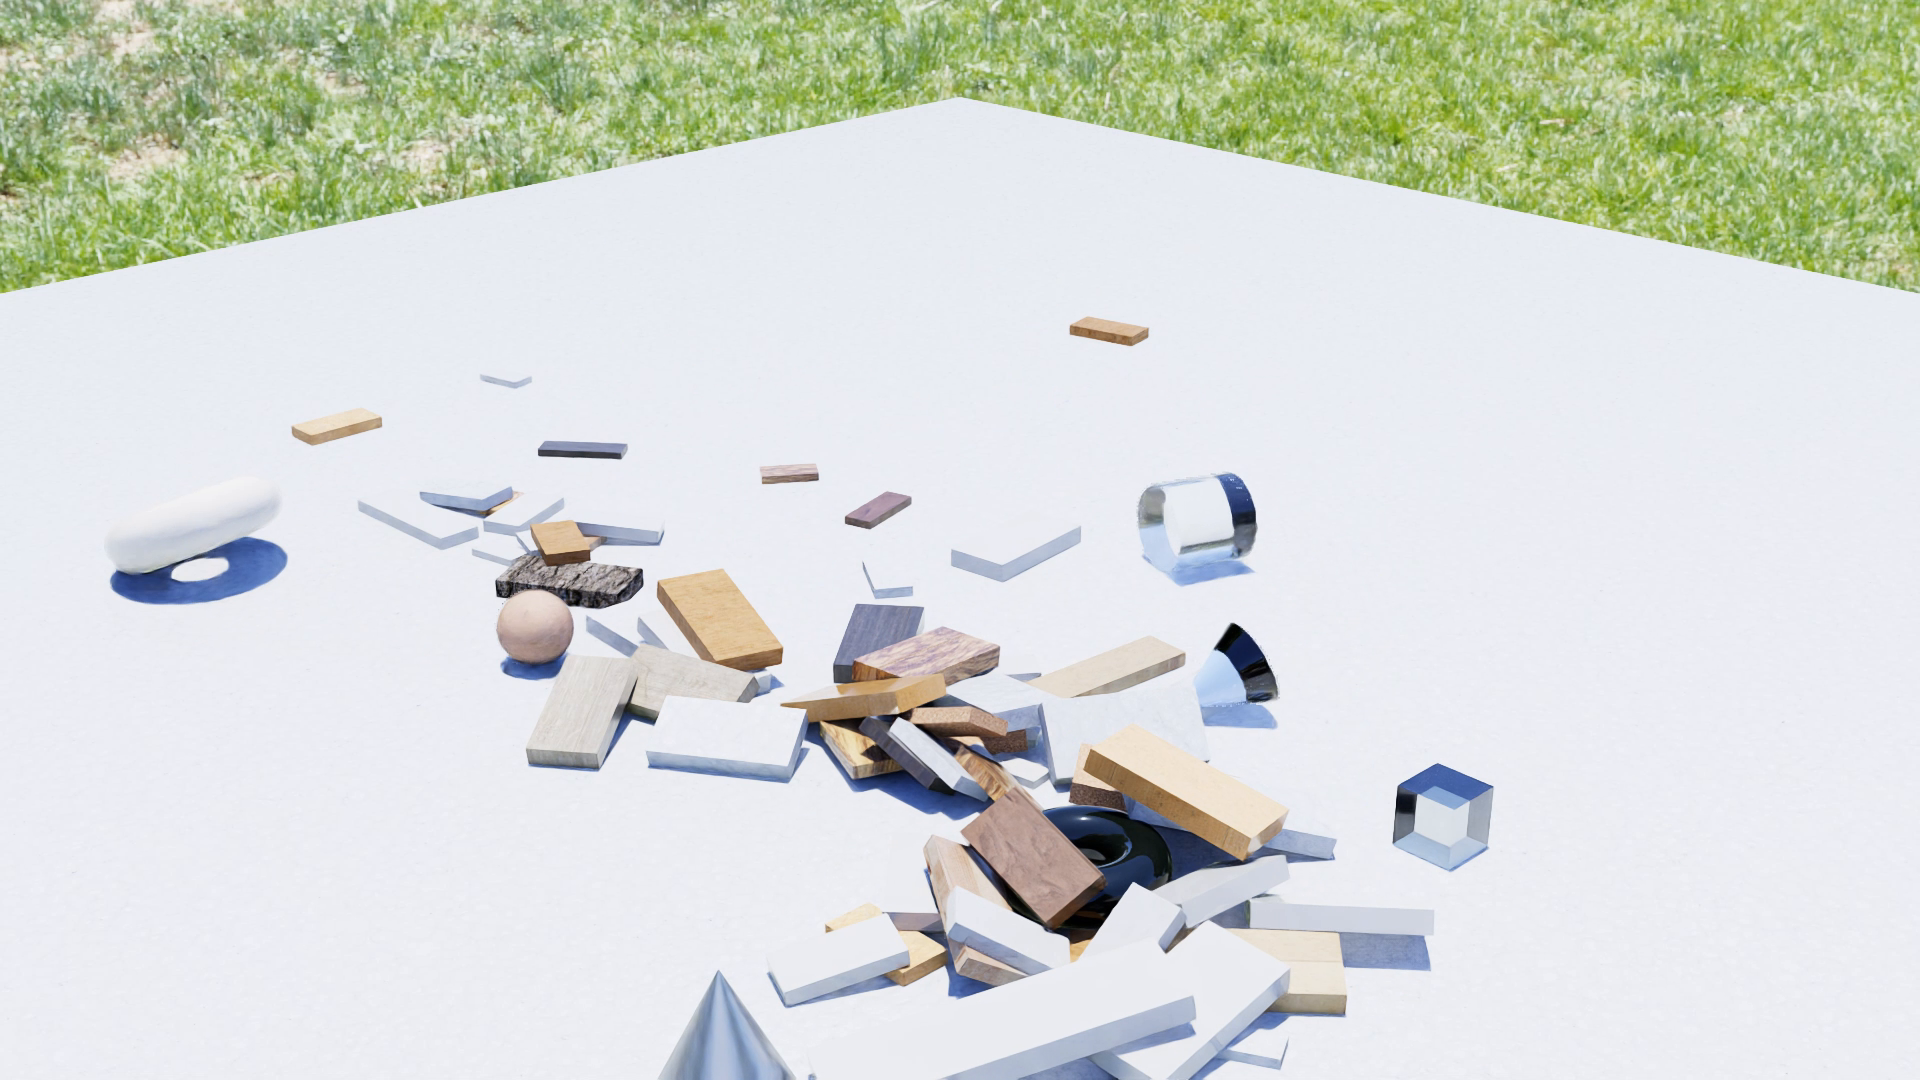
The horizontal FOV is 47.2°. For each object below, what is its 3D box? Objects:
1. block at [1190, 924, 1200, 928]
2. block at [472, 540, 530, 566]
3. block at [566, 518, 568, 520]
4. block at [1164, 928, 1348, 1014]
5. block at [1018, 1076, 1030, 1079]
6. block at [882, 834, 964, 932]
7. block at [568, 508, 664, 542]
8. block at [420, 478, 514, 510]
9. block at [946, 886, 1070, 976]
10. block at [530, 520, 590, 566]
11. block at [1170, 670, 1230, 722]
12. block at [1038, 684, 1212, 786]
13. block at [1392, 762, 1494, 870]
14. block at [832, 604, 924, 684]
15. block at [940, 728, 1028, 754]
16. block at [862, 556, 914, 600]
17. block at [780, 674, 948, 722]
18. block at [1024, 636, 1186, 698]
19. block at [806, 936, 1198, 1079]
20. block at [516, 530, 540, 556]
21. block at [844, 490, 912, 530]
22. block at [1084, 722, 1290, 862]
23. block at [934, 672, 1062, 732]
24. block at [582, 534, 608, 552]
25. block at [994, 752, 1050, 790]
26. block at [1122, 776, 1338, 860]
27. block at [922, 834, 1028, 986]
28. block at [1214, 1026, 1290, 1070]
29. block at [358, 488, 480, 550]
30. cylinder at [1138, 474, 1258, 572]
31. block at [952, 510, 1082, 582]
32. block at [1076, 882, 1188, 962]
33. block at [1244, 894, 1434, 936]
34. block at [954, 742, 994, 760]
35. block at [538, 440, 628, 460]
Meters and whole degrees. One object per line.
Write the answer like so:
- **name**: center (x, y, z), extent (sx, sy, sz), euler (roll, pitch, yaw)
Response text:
- **block**: center (0.409, 0.726, 4.024), extent (0.148, 0.021, 0.074), euler (19, 30, 38)
- **block**: center (-1.180, 0.034, 5.654), extent (0.140, 0.020, 0.070), euler (15, 27, 31)
- **block**: center (-1.025, -0.032, 5.809), extent (0.076, 0.021, 0.151), euler (14, 27, 30)
- **block**: center (0.510, 0.759, 3.883), extent (0.325, 0.046, 0.162), euler (1, 32, 2)
- **block**: center (0.056, 0.869, 3.674), extent (0.108, 0.030, 0.215), euler (-2, 23, -4)
- **block**: center (-0.068, 0.641, 4.123), extent (0.136, 0.039, 0.273), euler (1, 23, 2)
- **block**: center (-0.901, -0.039, 5.765), extent (0.237, 0.031, 0.111), euler (7, 18, -1)
- **block**: center (-1.343, -0.125, 5.982), extent (0.233, 0.033, 0.117), euler (7, 24, 31)
- **block**: center (0.086, 0.705, 3.899), extent (0.232, 0.033, 0.116), euler (27, 22, -11)
- **block**: center (-1.017, 0.006, 5.593), extent (0.111, 0.031, 0.222), euler (-7, 23, -19)
- **block**: center (0.533, 0.348, 4.898), extent (0.119, 0.034, 0.238), euler (19, 30, 38)
- **block**: center (0.343, 0.406, 4.607), extent (0.336, 0.168, 0.048), euler (-6, -21, -13)
- **block**: center (0.948, 0.541, 4.316), extent (0.133, 0.133, 0.133), euler (-20, 30, -39)
- **block**: center (-0.186, 0.242, 5.130), extent (0.166, 0.047, 0.333), euler (3, 23, 6)
- **block**: center (0.046, 0.422, 4.695), extent (0.191, 0.027, 0.095), euler (-6, 30, 0)
- **block**: center (-0.182, 0.093, 5.507), extent (0.095, 0.027, 0.191), euler (-5, 23, -11)
- **block**: center (-0.209, 0.341, 4.722), extent (0.330, 0.047, 0.165), euler (-9, 5, 39)
- **block**: center (0.321, 0.308, 4.991), extent (0.419, 0.034, 0.119), euler (-18, 29, -36)
- **block**: center (0.068, 0.818, 3.642), extent (0.623, 0.051, 0.179), euler (-15, 26, -12)
- **block**: center (-1.090, 0.007, 5.664), extent (0.070, 0.020, 0.139), euler (-12, 25, -24)
- **block**: center (-0.219, -0.081, 5.922), extent (0.080, 0.023, 0.211), euler (13, 26, 28)
- **block**: center (0.435, 0.480, 4.225), extent (0.358, 0.051, 0.179), euler (28, 25, 24)
- **block**: center (0.080, 0.352, 4.766), extent (0.165, 0.047, 0.330), euler (-10, 10, -22)
- **block**: center (-0.991, 0.014, 5.698), extent (0.080, 0.023, 0.160), euler (9, 25, 20)
- **block**: center (0.121, 0.482, 4.601), extent (0.130, 0.018, 0.065), euler (16, 28, 34)
- **block**: center (0.522, 0.523, 4.316), extent (0.414, 0.048, 0.168), euler (13, 23, -12)
- **block**: center (0.030, 0.674, 3.988), extent (0.136, 0.039, 0.350), euler (22, 23, -23)
- **block**: center (0.477, 0.853, 3.723), extent (0.148, 0.021, 0.074), euler (7, 24, 17)
- **block**: center (-1.444, -0.058, 5.854), extent (0.392, 0.033, 0.117), euler (21, 30, 40)
- **cylinder**: center (0.601, -0.045, 5.585), extent (0.221, 0.221, 0.221), euler (-10, 25, -22)
- **block**: center (0.147, 0.014, 5.669), extent (0.166, 0.047, 0.333), euler (18, 29, 35)
- **block**: center (0.285, 0.722, 3.845), extent (0.116, 0.033, 0.232), euler (24, 70, 43)
- **block**: center (0.688, 0.682, 4.010), extent (0.325, 0.046, 0.162), euler (2, -3, 4)
- **block**: center (0.000, 0.468, 4.595), extent (0.130, 0.018, 0.065), euler (-19, 38, -20)
- **block**: center (-1.088, -0.260, 6.347), extent (0.246, 0.021, 0.076), euler (2, 23, 6)
